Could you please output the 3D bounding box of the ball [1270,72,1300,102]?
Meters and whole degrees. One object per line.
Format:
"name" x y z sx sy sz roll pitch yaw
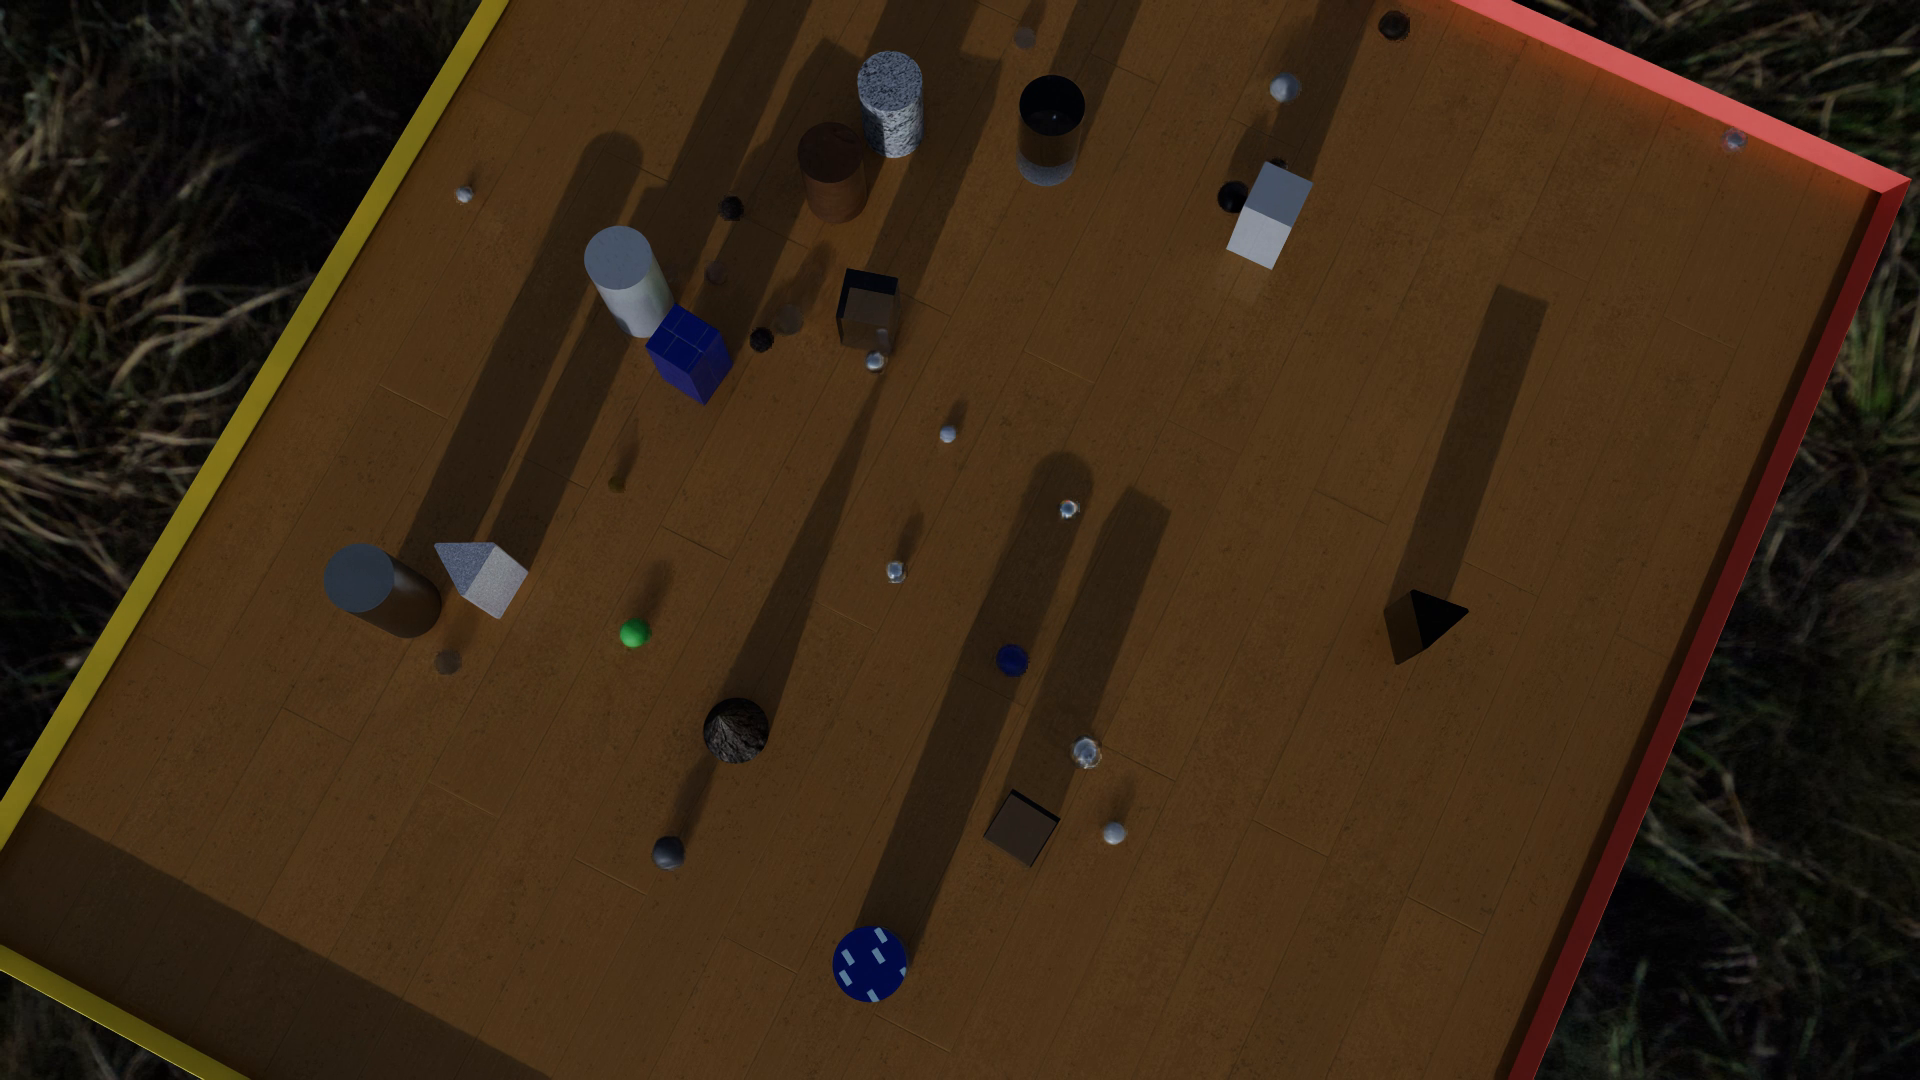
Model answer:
"ball" 1.039 -1.449 5.869 0.093 0.093 0.093 0 78 0

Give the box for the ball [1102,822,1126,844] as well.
"ball" 0.454 0.864 5.404 0.067 0.067 0.067 0 78 0

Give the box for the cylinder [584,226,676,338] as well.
"cylinder" -0.995 -0.776 5.550 0.198 0.446 0.198 0 78 0

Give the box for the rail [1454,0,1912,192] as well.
"rail" 1.041 -2.032 5.971 4.290 0.128 0.045 26 80 5

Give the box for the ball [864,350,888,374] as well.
"ball" -0.261 -0.554 5.695 0.071 0.071 0.071 0 78 0

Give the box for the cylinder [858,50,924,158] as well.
"cylinder" -0.212 -1.356 5.721 0.198 0.344 0.198 0 78 0

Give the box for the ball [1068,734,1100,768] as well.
"ball" 0.370 0.627 5.438 0.095 0.095 0.095 0 78 0

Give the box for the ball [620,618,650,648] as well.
"ball" -0.980 0.280 5.514 0.088 0.088 0.088 0 78 0

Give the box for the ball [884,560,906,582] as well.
"ball" -0.196 0.093 5.565 0.064 0.064 0.064 0 78 0

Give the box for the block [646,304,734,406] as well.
"block" -0.818 -0.558 5.559 0.158 0.339 0.158 33 80 6

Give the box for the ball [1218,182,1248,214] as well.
"ball" 0.864 -1.081 5.790 0.099 0.099 0.099 0 78 0

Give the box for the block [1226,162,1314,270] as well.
"block" 0.950 -0.994 5.639 0.158 0.360 0.158 26 79 5

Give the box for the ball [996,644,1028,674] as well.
"ball" 0.154 0.358 5.495 0.093 0.093 0.093 0 78 0

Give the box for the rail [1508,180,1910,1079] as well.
"rail" 1.898 0.936 5.356 0.045 0.128 4.704 26 80 5

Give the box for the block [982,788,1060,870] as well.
"block" 0.173 0.837 5.283 0.158 0.315 0.158 32 80 6

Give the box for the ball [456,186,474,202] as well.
"ball" -1.573 -1.098 5.817 0.053 0.053 0.053 0 78 0

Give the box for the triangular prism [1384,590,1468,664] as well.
"triangular prism" 1.338 0.233 5.393 0.171 0.342 0.148 -39 81 -7

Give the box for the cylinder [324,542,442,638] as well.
"cylinder" -1.676 0.153 5.342 0.198 0.476 0.198 0 78 0

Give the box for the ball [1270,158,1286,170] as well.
"ball" 1.009 -1.188 5.835 0.054 0.054 0.054 0 78 0

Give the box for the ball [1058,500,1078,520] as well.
"ball" 0.330 -0.092 5.602 0.065 0.065 0.065 0 78 0

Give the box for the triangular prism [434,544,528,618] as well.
"triangular prism" -1.382 0.089 5.389 0.148 0.410 0.171 -30 80 -6

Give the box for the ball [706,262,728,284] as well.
"ball" -0.763 -0.837 5.754 0.070 0.070 0.070 0 78 0

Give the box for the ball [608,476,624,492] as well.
"ball" -1.056 -0.173 5.628 0.048 0.048 0.048 0 78 0

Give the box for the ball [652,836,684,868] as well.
"ball" -0.856 0.916 5.379 0.094 0.094 0.094 0 78 0

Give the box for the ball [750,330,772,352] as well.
"ball" -0.621 -0.621 5.709 0.071 0.071 0.071 0 78 0

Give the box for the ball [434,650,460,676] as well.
"ball" -1.541 0.368 5.502 0.075 0.075 0.075 0 78 0

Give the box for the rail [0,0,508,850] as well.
"rail" -1.898 -0.922 5.741 0.045 0.128 4.704 26 80 5

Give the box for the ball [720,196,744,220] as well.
"ball" -0.723 -1.051 5.797 0.073 0.073 0.073 0 78 0

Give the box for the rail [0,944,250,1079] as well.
"rail" -1.041 2.046 5.126 4.290 0.128 0.045 26 80 5

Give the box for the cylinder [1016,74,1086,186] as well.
"cylinder" 0.277 -1.264 5.683 0.198 0.383 0.198 0 78 0

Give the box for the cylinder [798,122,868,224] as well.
"cylinder" -0.392 -1.135 5.684 0.198 0.327 0.198 0 78 0

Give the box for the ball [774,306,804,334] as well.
"ball" -0.531 -0.686 5.711 0.092 0.092 0.092 0 78 0

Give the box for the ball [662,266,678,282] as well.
"ball" -0.914 -0.836 5.764 0.051 0.051 0.051 0 78 0

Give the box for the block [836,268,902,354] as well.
"block" -0.278 -0.698 5.619 0.158 0.278 0.158 11 79 2

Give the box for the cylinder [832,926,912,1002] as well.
"cylinder" -0.242 1.182 5.131 0.198 0.473 0.198 0 78 0

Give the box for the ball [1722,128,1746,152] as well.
"ball" 2.467 -1.275 5.843 0.073 0.073 0.073 0 78 0

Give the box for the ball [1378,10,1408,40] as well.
"ball" 1.398 -1.660 5.912 0.094 0.094 0.094 0 78 0

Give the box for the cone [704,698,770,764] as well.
"cone" -0.671 0.529 5.291 0.198 0.423 0.198 0 78 0

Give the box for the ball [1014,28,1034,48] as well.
"ball" 0.207 -1.619 5.920 0.062 0.062 0.062 0 78 0

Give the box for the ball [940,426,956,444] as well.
"ball" -0.037 -0.326 5.657 0.053 0.053 0.053 0 78 0
